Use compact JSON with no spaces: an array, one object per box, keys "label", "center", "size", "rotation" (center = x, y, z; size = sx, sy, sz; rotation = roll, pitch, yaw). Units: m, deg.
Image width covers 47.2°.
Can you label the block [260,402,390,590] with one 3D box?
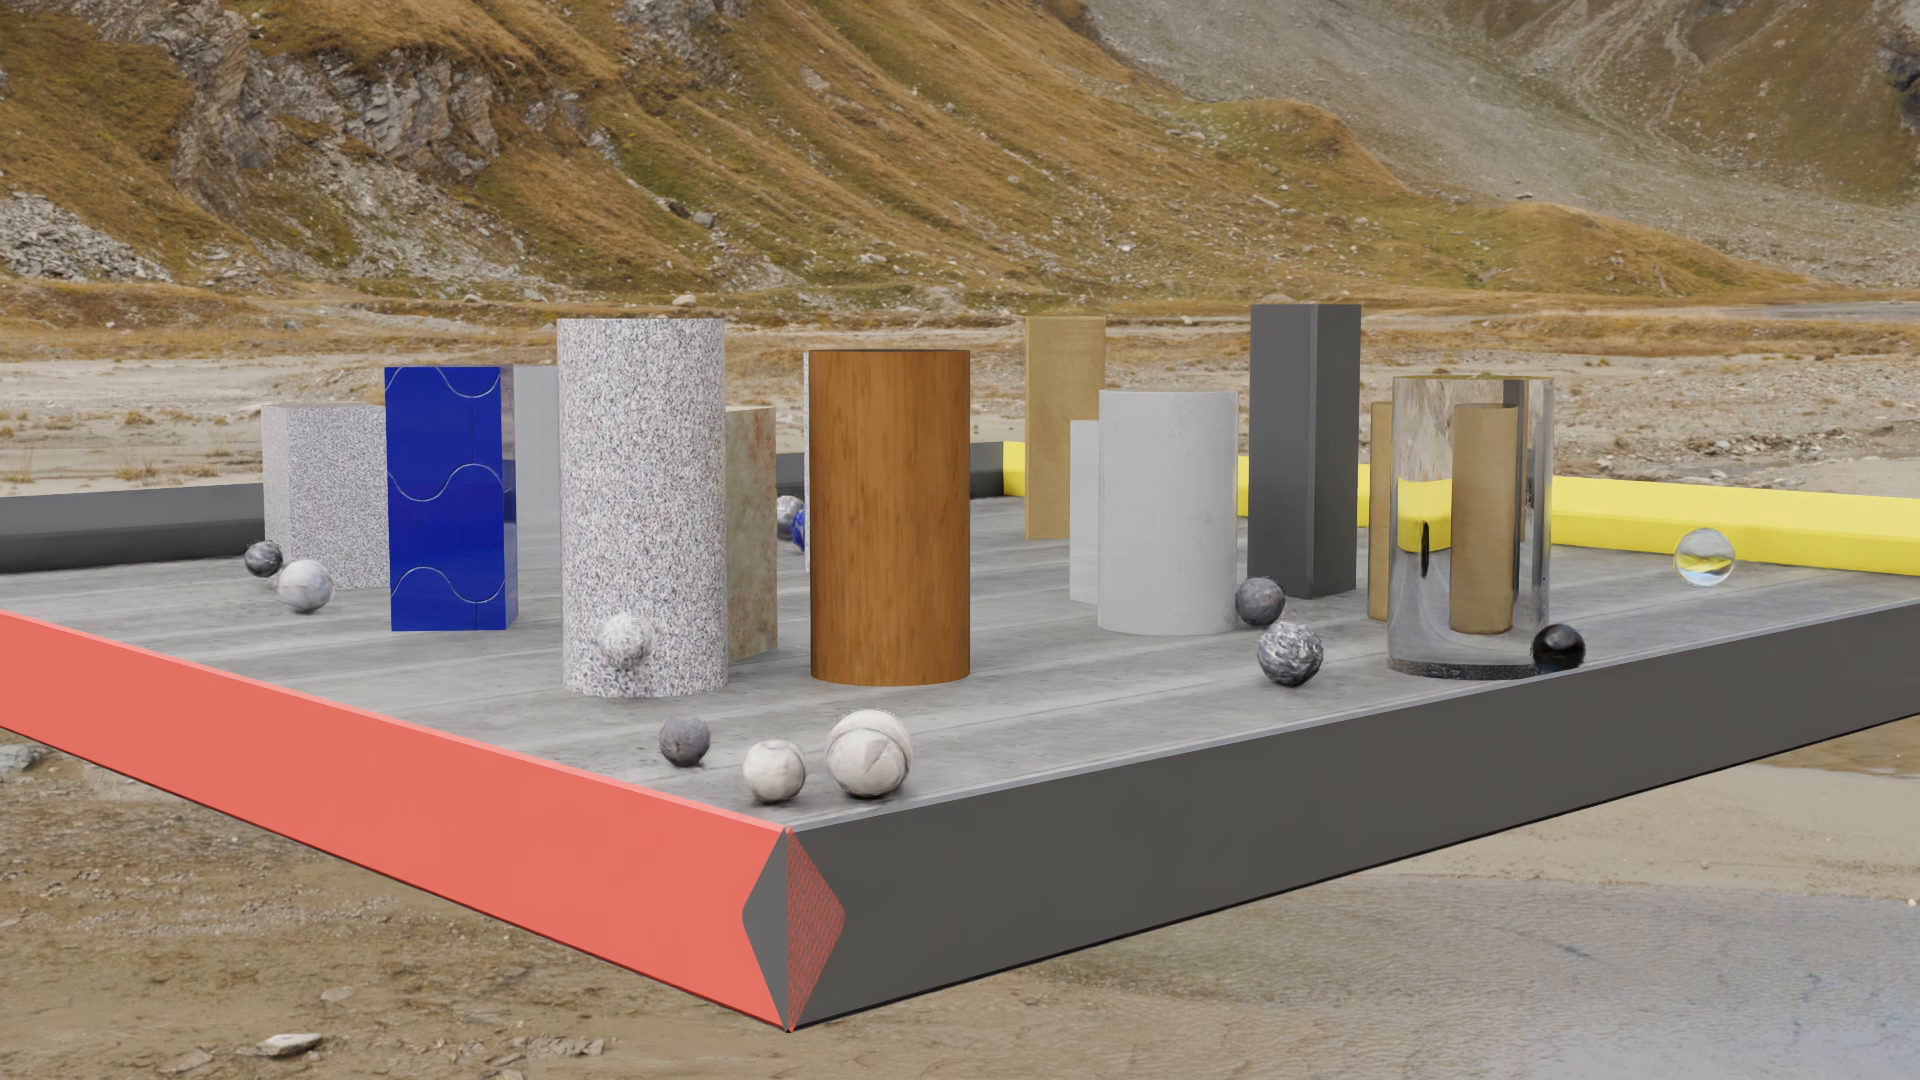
[{"label":"block","center":[-1.030,-0.073,3.569],"size":[0.157,0.291,0.157],"rotation":[-4,7,-32]}]

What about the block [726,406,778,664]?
[{"label":"block","center":[-0.343,-0.011,2.848],"size":[0.157,0.318,0.157],"rotation":[2,6,21]}]

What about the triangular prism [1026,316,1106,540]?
[{"label":"triangular prism","center":[0.179,-0.227,4.355],"size":[0.170,0.433,0.147],"rotation":[-3,6,-23]}]

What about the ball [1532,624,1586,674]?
[{"label":"ball","center":[0.721,0.133,2.651],"size":[0.063,0.063,0.063],"rotation":[0,6,0]}]

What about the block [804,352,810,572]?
[{"label":"block","center":[-0.153,-0.131,3.735],"size":[0.157,0.373,0.157],"rotation":[6,8,44]}]

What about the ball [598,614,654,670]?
[{"label":"ball","center":[-0.378,0.115,2.494],"size":[0.063,0.063,0.063],"rotation":[0,6,0]}]

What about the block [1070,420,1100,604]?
[{"label":"block","center":[0.277,-0.043,3.354],"size":[0.157,0.276,0.157],"rotation":[-4,7,-31]}]

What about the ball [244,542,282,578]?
[{"label":"ball","center":[-1.110,0.031,3.504],"size":[0.058,0.058,0.058],"rotation":[0,6,0]}]

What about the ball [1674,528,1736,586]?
[{"label":"ball","center":[1.206,0.027,3.561],"size":[0.093,0.093,0.093],"rotation":[0,6,0]}]

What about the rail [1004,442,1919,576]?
[{"label":"rail","center":[1.033,-0.066,4.280],"size":[0.045,0.127,2.785],"rotation":[-5,8,-42]}]

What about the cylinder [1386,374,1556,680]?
[{"label":"cylinder","center":[0.633,-0.021,2.729],"size":[0.196,0.362,0.196],"rotation":[0,6,0]}]

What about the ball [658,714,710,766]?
[{"label":"ball","center":[-0.270,0.196,2.154],"size":[0.050,0.050,0.050],"rotation":[0,6,0]}]

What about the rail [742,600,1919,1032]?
[{"label":"rail","center":[0.928,0.138,2.332],"size":[2.858,0.127,0.045],"rotation":[-5,8,-42]}]

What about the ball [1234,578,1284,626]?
[{"label":"ball","center":[0.419,0.086,3.073],"size":[0.069,0.069,0.069],"rotation":[0,6,0]}]

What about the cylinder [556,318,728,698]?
[{"label":"cylinder","center":[-0.375,-0.044,2.608],"size":[0.196,0.434,0.196],"rotation":[0,6,0]}]

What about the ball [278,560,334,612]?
[{"label":"ball","center":[-0.965,0.068,3.243],"size":[0.079,0.079,0.079],"rotation":[0,6,0]}]

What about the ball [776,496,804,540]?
[{"label":"ball","center":[-0.333,-0.042,4.253],"size":[0.088,0.088,0.088],"rotation":[0,6,0]}]

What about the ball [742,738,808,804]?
[{"label":"ball","center":[-0.168,0.209,1.992],"size":[0.059,0.059,0.059],"rotation":[0,6,0]}]

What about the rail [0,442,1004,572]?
[{"label":"rail","center":[-0.928,-0.072,4.332],"size":[2.858,0.127,0.045],"rotation":[-5,8,-42]}]

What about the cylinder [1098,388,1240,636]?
[{"label":"cylinder","center":[0.293,-0.045,3.099],"size":[0.196,0.333,0.196],"rotation":[0,6,0]}]

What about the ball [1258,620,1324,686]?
[{"label":"ball","center":[0.392,0.135,2.612],"size":[0.077,0.077,0.077],"rotation":[0,6,0]}]

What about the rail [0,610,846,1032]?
[{"label":"rail","center":[-1.033,0.132,2.384],"size":[0.045,0.127,2.785],"rotation":[-5,8,-42]}]

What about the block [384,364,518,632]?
[{"label":"block","center":[-0.719,-0.064,3.122],"size":[0.157,0.366,0.157],"rotation":[-1,6,-5]}]

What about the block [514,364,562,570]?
[{"label":"block","center":[-0.782,-0.130,3.837],"size":[0.157,0.349,0.157],"rotation":[-4,7,-34]}]

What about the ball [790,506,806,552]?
[{"label":"ball","center":[-0.262,-0.020,4.005],"size":[0.095,0.095,0.095],"rotation":[0,6,0]}]

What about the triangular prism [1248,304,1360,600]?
[{"label":"triangular prism","center":[0.524,-0.144,3.473],"size":[0.147,0.453,0.170],"rotation":[4,7,34]}]

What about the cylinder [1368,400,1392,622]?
[{"label":"cylinder","center":[0.691,-0.042,3.180],"size":[0.196,0.311,0.196],"rotation":[0,6,0]}]

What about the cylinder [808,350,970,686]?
[{"label":"cylinder","center":[-0.086,-0.033,2.686],"size":[0.196,0.396,0.196],"rotation":[0,6,0]}]

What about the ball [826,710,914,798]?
[{"label":"ball","center":[-0.083,0.196,2.013],"size":[0.081,0.081,0.081],"rotation":[0,6,0]}]
